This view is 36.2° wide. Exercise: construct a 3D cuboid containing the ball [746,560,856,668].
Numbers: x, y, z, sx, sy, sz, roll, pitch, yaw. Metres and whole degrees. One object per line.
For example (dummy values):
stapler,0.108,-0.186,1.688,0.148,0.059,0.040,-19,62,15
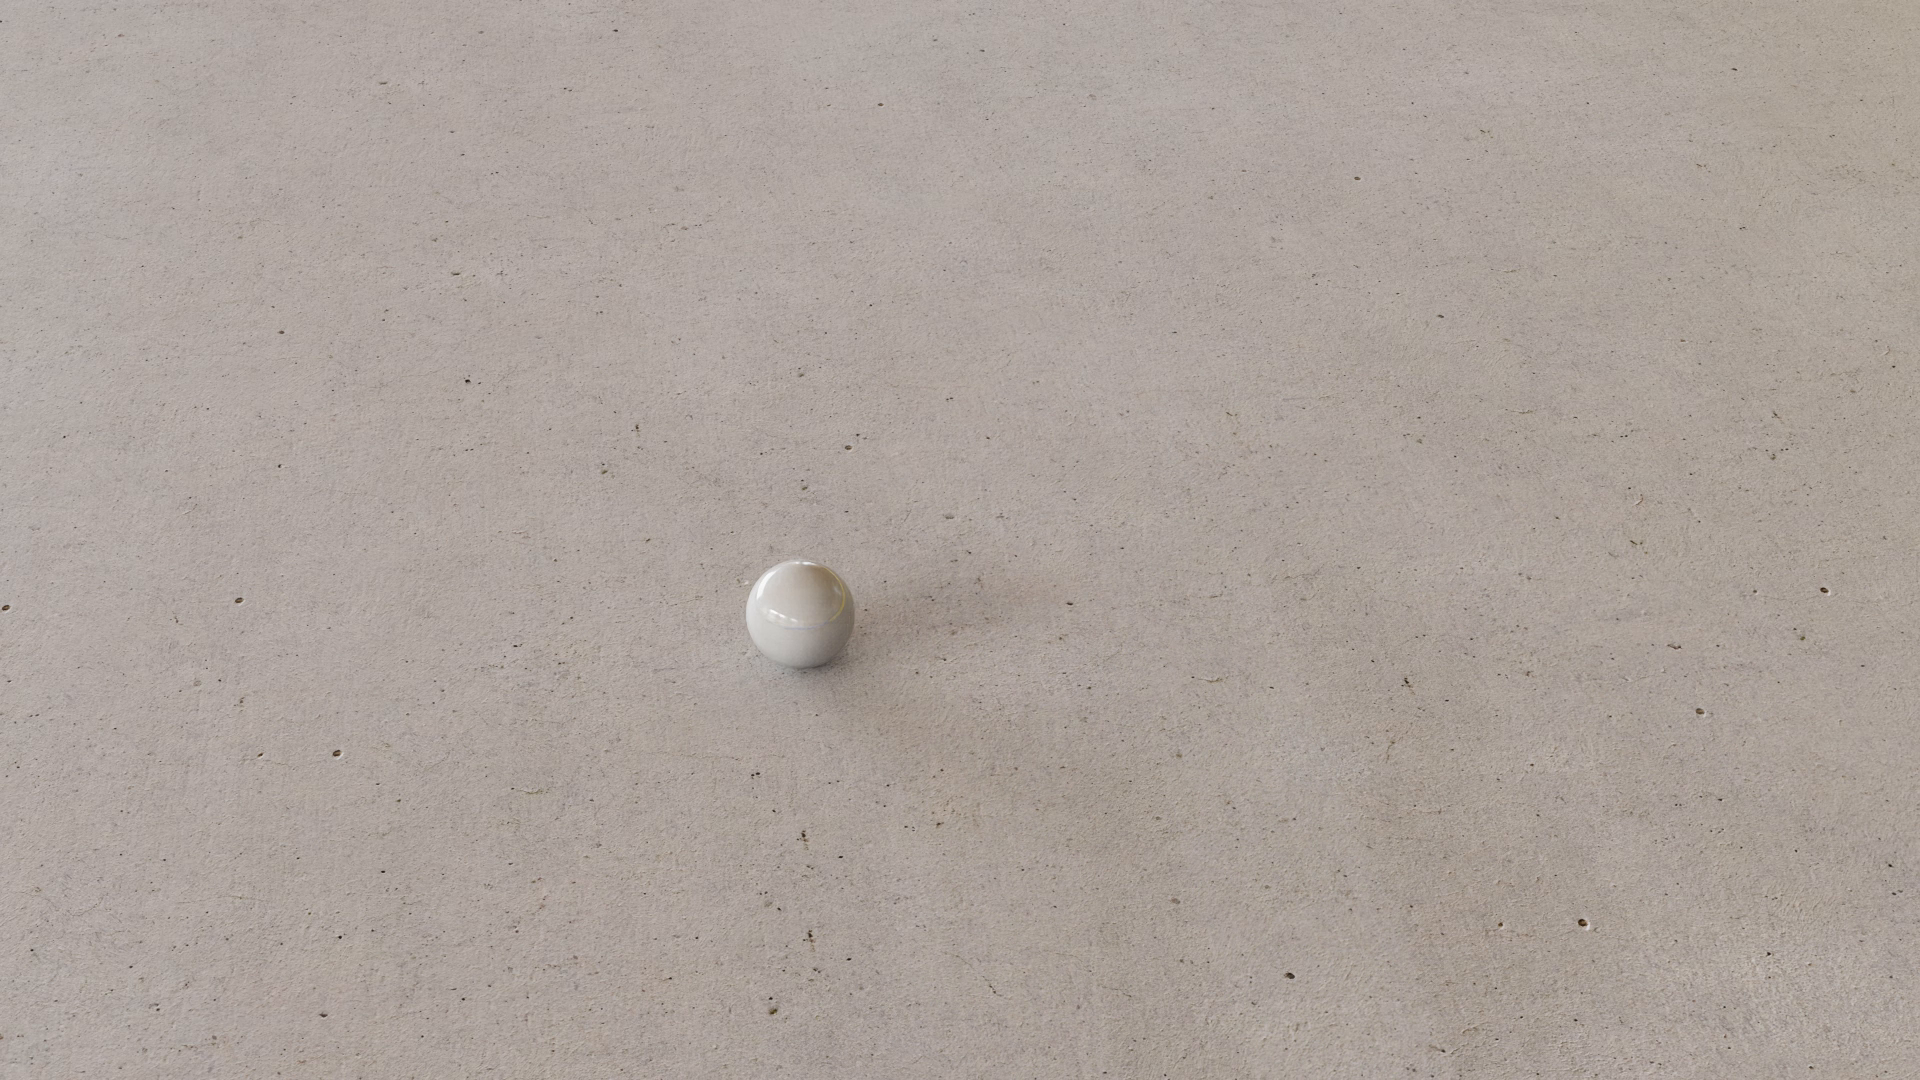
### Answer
ball,-0.086,0.040,1.587,0.059,0.059,0.059,0,31,0
